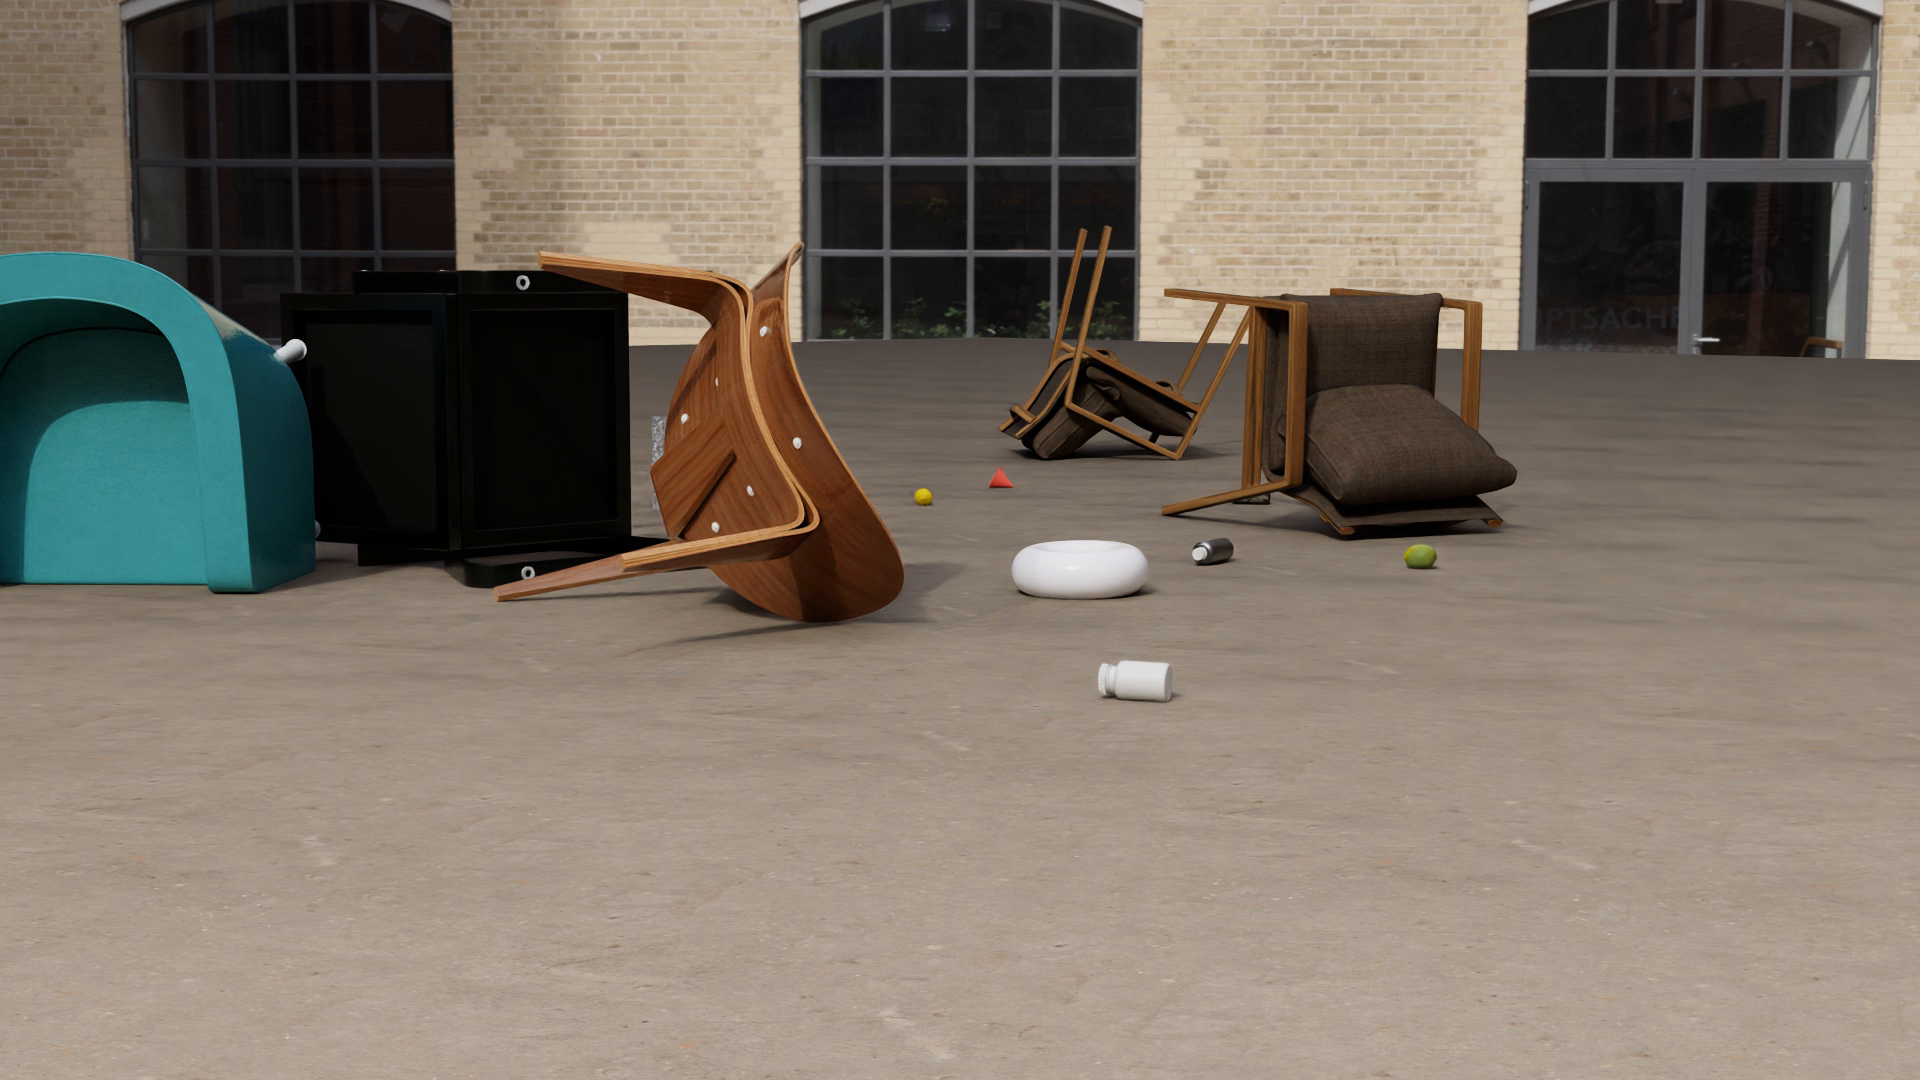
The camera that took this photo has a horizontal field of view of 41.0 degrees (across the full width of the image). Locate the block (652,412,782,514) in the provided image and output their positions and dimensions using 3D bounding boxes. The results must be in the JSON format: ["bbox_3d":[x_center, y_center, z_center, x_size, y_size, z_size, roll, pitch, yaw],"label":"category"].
[{"bbox_3d":[-0.686,-0.219,7.242,0.292,0.265,0.212,-5,8,-40],"label":"block"}]

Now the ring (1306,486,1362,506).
[{"bbox_3d":[1.082,-0.128,7.418,0.165,0.051,0.157,4,6,28],"label":"ring"}]

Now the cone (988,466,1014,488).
[{"bbox_3d":[0.137,-0.181,8.004,0.070,0.076,0.082,28,4,-3],"label":"cone"}]

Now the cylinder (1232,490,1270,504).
[{"bbox_3d":[0.844,-0.124,7.427,0.102,0.039,0.077,1,9,13],"label":"cylinder"}]

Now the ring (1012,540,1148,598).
[{"bbox_3d":[0.249,0.062,5.336,0.286,0.100,0.281,-2,7,-7],"label":"ring"}]
